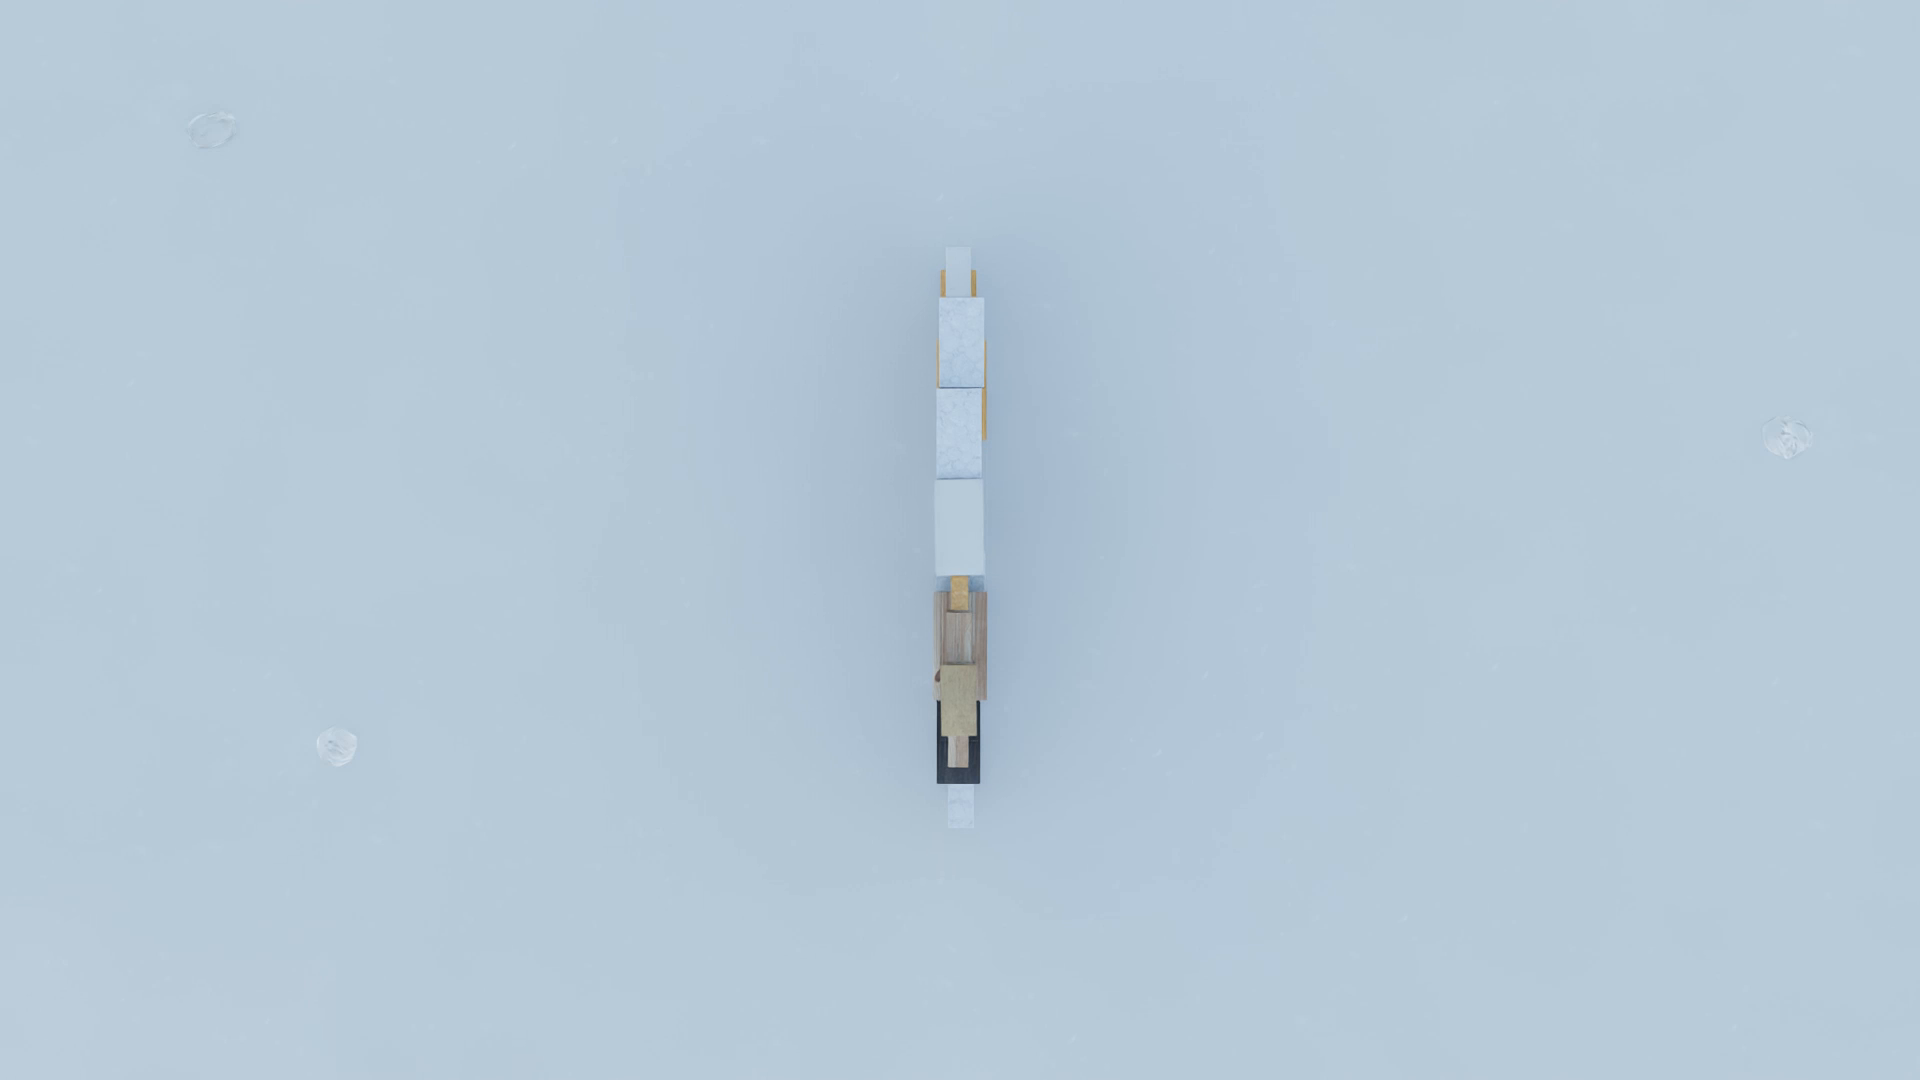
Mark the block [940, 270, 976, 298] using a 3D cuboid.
[{"bbox_3d":[-0.004,-0.744,5.256,0.114,0.032,0.228,0,90,0],"label":"block"}]

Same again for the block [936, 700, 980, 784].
[{"bbox_3d":[-0.004,0.601,4.971,0.131,0.037,0.263,0,90,0],"label":"block"}]

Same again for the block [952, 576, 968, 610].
[{"bbox_3d":[-0.001,0.150,4.679,0.048,0.014,0.096,0,91,0],"label":"block"}]

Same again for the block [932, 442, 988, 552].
[{"bbox_3d":[-0.001,-0.126,4.799,0.160,0.045,0.320,0,90,0],"label":"block"}]

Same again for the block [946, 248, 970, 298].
[{"bbox_3d":[-0.005,-0.822,5.074,0.077,0.022,0.155,0,90,0],"label":"block"}]

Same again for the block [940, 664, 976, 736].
[{"bbox_3d":[-0.003,0.444,4.573,0.098,0.028,0.195,-1,90,0],"label":"block"}]

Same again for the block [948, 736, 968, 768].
[{"bbox_3d":[-0.005,0.605,4.826,0.059,0.017,0.118,1,90,0],"label":"block"}]

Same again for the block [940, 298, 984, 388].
[{"bbox_3d":[0.005,-0.543,4.544,0.123,0.035,0.247,0,90,0],"label":"block"}]

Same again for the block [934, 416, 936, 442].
[{"bbox_3d":[-0.003,-0.230,5.164,0.157,0.044,0.314,0,90,0],"label":"block"}]

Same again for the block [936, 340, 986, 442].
[{"bbox_3d":[0.005,-0.437,4.829,0.146,0.041,0.292,0,90,0],"label":"block"}]

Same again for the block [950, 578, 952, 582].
[{"bbox_3d":[-0.001,0.117,4.852,0.048,0.334,0.014,0,90,0],"label":"block"}]

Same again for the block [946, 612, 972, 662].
[{"bbox_3d":[-0.003,0.272,4.634,0.069,0.020,0.138,0,90,0],"label":"block"}]

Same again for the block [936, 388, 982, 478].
[{"bbox_3d":[-0.002,-0.291,4.514,0.123,0.035,0.246,0,90,0],"label":"block"}]

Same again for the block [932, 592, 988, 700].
[{"bbox_3d":[0.000,0.308,4.804,0.157,0.045,0.315,0,90,0],"label":"block"}]

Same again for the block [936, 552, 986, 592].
[{"bbox_3d":[0.001,0.089,5.164,0.157,0.044,0.314,0,90,0],"label":"block"}]

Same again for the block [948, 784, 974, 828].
[{"bbox_3d":[0.003,0.819,5.160,0.081,0.023,0.161,0,90,0],"label":"block"}]

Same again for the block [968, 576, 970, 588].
[{"bbox_3d":[0.005,0.091,5.027,0.054,0.015,0.107,0,90,0],"label":"block"}]

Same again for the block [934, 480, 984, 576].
[{"bbox_3d":[-0.003,-0.034,4.498,0.130,0.037,0.260,-1,90,0],"label":"block"}]
